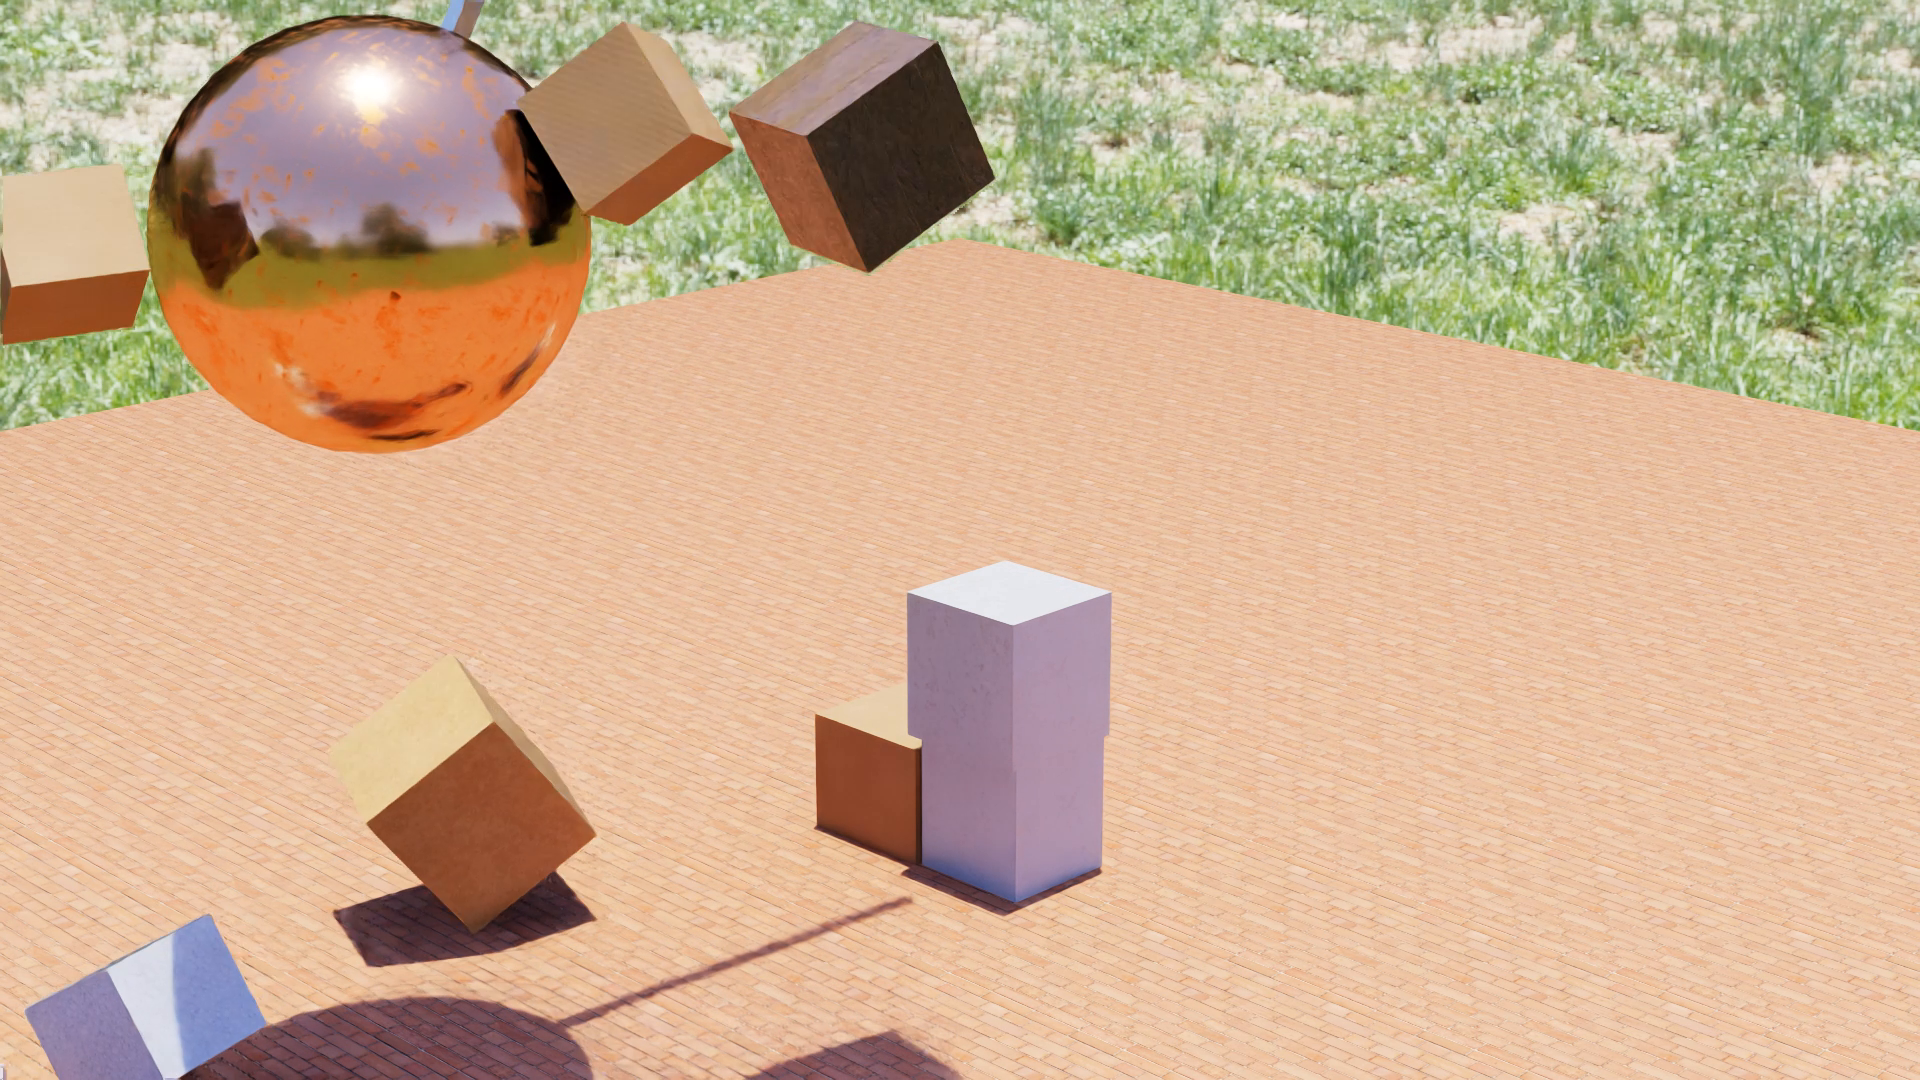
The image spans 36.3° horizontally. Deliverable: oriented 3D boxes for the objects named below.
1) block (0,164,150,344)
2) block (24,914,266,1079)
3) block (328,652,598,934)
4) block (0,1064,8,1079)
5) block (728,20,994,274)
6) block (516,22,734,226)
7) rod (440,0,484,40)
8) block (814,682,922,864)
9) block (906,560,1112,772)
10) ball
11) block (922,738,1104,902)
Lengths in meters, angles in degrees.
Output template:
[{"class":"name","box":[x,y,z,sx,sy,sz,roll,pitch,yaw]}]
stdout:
[{"class":"block","box":[-3.021,-0.959,9.840,0.449,0.400,0.436,-11,-17,-27]},{"class":"block","box":[-3.142,1.843,11.322,0.535,0.488,0.559,-26,1,33]},{"class":"block","box":[-2.188,1.111,12.899,0.690,0.806,0.655,-39,36,-5]},{"class":"block","box":[-3.850,2.204,10.329,0.669,0.601,0.729,8,19,24]},{"class":"block","box":[-0.357,-1.441,10.697,0.627,0.591,0.524,-39,36,-20]},{"class":"block","box":[-1.188,-1.476,10.443,0.487,0.480,0.410,-34,-9,13]},{"class":"rod","box":[-0.932,-4.274,11.021,0.080,5.200,0.080,17,-7,42]},{"class":"block","box":[-0.220,1.093,13.918,0.674,0.570,0.641,16,24,42]},{"class":"block","box":[0.221,0.560,13.252,0.658,0.686,0.644,16,24,42]},{"class":"ball","box":[-2.152,-1.113,10.736,1.600,1.600,1.600,0,17,0]},{"class":"block","box":[0.240,1.195,13.459,0.575,0.650,0.601,-17,24,-42]}]
